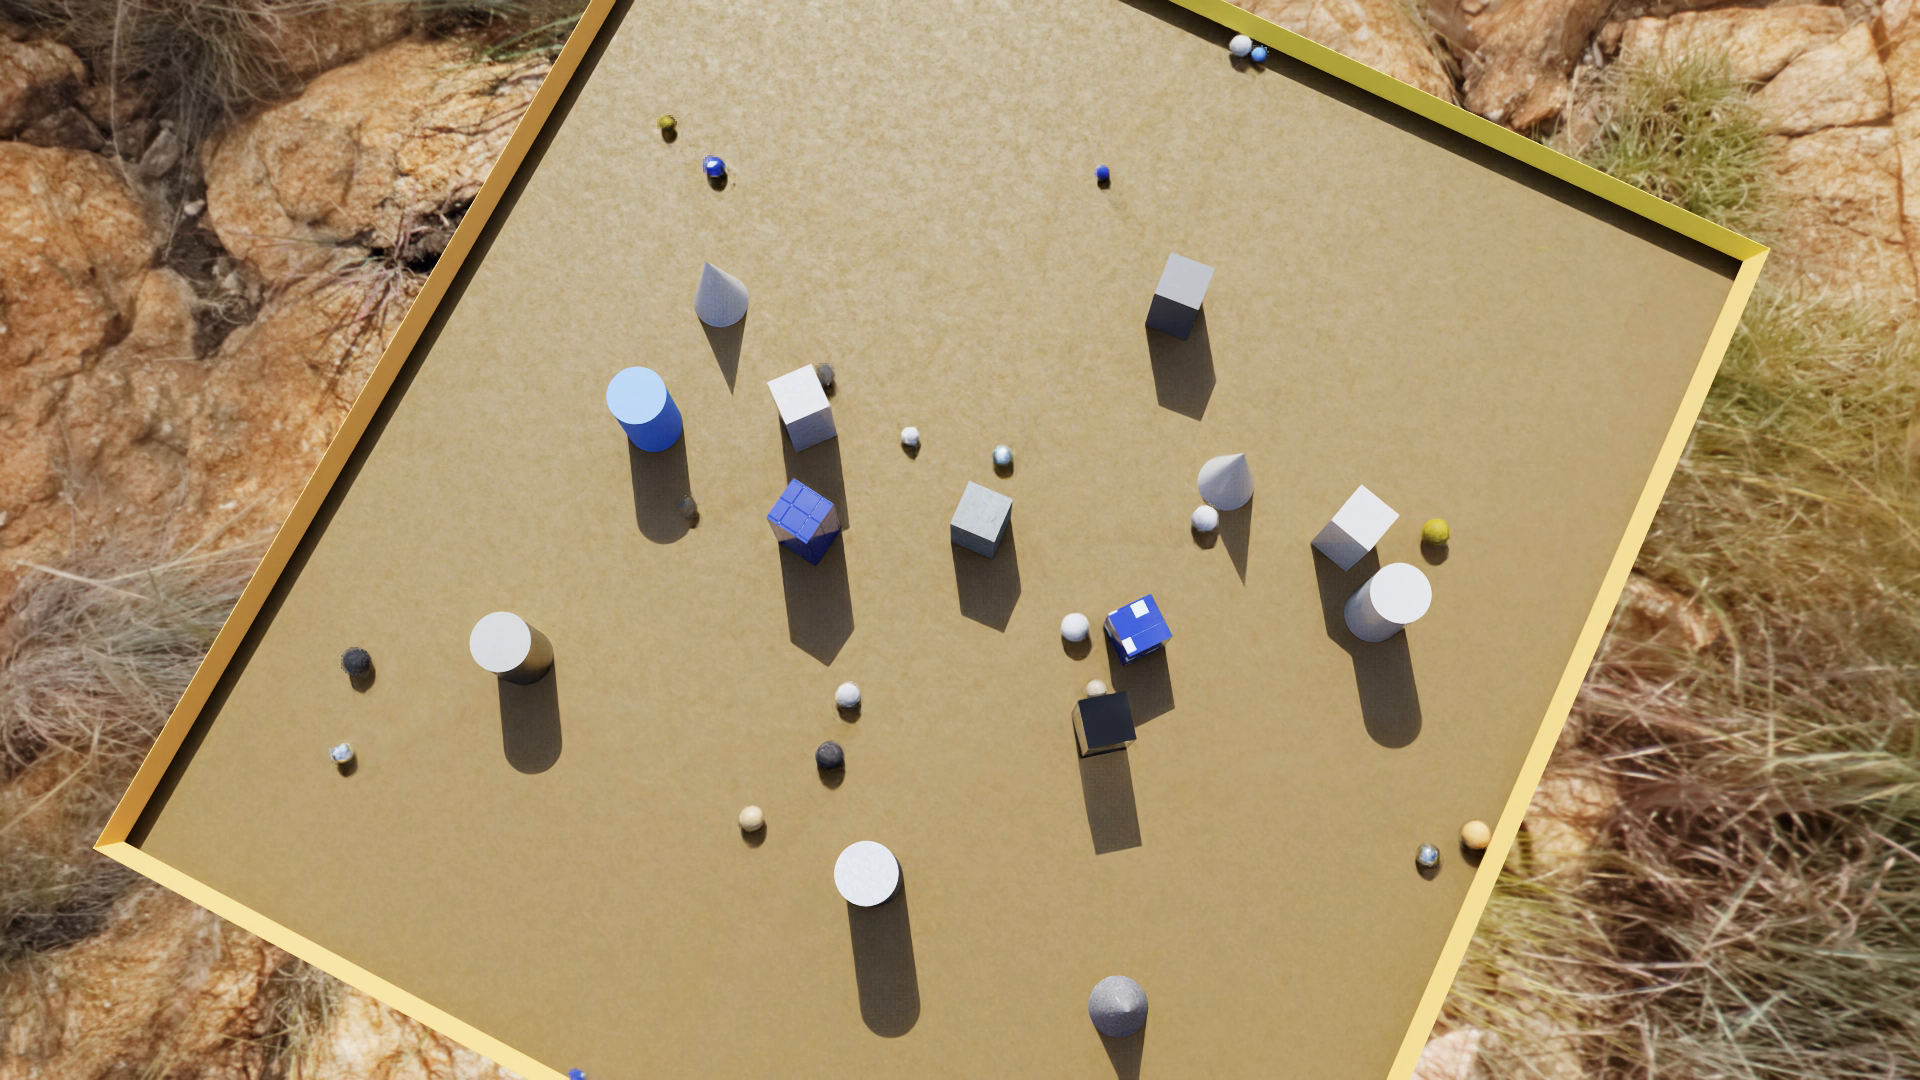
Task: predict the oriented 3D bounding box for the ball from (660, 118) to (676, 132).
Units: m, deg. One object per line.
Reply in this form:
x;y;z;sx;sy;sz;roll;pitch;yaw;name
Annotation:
-0.937;-1.328;5.865;0.049;0.049;0.049;0;78;0;ball

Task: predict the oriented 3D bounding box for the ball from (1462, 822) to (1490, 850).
1.519;0.870;5.393;0.085;0.085;0.085;0;78;0;ball

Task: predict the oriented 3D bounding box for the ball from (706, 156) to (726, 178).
-0.779;-1.186;5.829;0.064;0.064;0.064;0;78;0;ball

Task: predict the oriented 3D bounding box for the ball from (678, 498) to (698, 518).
-0.834;-0.100;5.606;0.060;0.060;0.060;0;78;0;ball

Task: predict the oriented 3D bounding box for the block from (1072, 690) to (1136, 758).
0.417;0.541;5.341;0.140;0.320;0.140;-11;79;-2;block

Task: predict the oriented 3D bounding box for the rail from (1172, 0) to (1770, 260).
0.860;-1.678;5.904;3.677;0.114;0.045;26;80;5;rail

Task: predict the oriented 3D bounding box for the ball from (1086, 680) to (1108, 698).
0.410;0.451;5.489;0.067;0.067;0.067;0;78;0;ball

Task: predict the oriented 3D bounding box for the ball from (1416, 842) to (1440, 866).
1.377;0.925;5.390;0.069;0.069;0.069;0;78;0;ball

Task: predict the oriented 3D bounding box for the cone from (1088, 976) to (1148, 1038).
0.461;1.324;5.173;0.175;0.332;0.175;0;78;0;cone

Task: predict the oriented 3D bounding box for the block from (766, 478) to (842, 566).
-0.461;-0.049;5.448;0.140;0.348;0.140;33;80;6;block

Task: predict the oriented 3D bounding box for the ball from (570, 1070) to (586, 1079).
-1.099;1.549;5.272;0.047;0.047;0.047;0;78;0;ball

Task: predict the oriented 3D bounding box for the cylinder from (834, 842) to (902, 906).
-0.256;0.952;5.206;0.175;0.418;0.175;0;78;0;cylinder

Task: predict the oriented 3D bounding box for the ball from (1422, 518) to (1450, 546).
1.447;-0.022;5.577;0.085;0.085;0.085;0;78;0;ball

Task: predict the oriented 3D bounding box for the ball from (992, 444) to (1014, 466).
0.131;-0.261;5.637;0.064;0.064;0.064;0;78;0;ball

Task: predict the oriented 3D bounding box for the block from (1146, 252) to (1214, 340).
0.671;-0.744;5.619;0.140;0.295;0.140;22;79;4;block

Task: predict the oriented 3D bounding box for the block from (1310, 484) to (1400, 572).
1.172;-0.032;5.457;0.140;0.325;0.140;40;81;8;block

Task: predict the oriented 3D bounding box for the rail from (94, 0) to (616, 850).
-1.623;-0.789;5.720;0.045;0.114;3.892;26;80;5;rail

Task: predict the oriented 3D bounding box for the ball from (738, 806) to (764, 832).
-0.615;0.822;5.408;0.075;0.075;0.075;0;78;0;ball

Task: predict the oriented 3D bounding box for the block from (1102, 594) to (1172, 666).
0.527;0.270;5.453;0.140;0.210;0.140;-25;79;-5;block

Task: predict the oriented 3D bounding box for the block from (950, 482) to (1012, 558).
0.063;-0.058;5.497;0.140;0.257;0.140;23;79;5;block

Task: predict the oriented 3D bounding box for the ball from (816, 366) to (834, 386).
-0.420;-0.512;5.691;0.061;0.061;0.061;0;78;0;ball

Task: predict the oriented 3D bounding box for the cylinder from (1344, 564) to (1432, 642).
1.255;0.188;5.393;0.175;0.361;0.175;0;78;0;cylinder

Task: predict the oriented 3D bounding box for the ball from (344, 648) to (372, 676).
-1.808;0.366;5.500;0.080;0.080;0.080;0;78;0;ball

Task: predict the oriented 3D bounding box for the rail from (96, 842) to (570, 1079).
-0.860;1.690;5.208;3.677;0.114;0.045;26;80;5;rail

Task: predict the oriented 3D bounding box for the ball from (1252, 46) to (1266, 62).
0.965;-1.567;5.915;0.048;0.048;0.048;0;78;0;ball

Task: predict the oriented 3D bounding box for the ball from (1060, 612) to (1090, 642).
0.348;0.262;5.517;0.088;0.088;0.088;0;78;0;ball

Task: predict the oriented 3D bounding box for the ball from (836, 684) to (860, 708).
-0.336;0.466;5.483;0.073;0.073;0.073;0;78;0;ball

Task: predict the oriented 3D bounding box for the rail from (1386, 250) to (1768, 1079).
1.623;0.801;5.392;0.045;0.114;3.892;26;80;5;rail

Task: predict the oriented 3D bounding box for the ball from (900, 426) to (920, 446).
-0.153;-0.320;5.653;0.058;0.058;0.058;0;78;0;ball

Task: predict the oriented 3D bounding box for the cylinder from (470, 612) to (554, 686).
-1.317;0.322;5.396;0.175;0.300;0.175;0;78;0;cylinder

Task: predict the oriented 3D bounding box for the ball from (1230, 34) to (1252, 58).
0.906;-1.594;5.909;0.070;0.070;0.070;0;78;0;ball

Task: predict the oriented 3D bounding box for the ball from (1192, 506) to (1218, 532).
0.747;-0.065;5.588;0.081;0.081;0.081;0;78;0;ball

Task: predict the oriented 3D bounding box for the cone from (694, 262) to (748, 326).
-0.752;-0.790;5.599;0.175;0.354;0.175;0;78;0;cone

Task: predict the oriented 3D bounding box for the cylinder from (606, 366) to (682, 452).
-0.948;-0.391;5.530;0.175;0.326;0.175;0;78;0;cylinder

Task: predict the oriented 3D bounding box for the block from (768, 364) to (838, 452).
-0.472;-0.394;5.528;0.140;0.332;0.140;-24;79;-5;block

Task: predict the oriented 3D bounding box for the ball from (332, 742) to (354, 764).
-1.836;0.634;5.452;0.064;0.064;0.064;0;78;0;ball

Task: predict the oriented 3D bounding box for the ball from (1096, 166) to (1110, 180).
0.456;-1.167;5.835;0.044;0.044;0.044;0;78;0;ball

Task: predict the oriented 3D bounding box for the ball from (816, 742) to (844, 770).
-0.387;0.642;5.441;0.084;0.084;0.084;0;78;0;ball

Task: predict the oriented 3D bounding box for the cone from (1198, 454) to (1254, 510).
0.821;-0.213;5.472;0.175;0.368;0.175;0;78;0;cone
